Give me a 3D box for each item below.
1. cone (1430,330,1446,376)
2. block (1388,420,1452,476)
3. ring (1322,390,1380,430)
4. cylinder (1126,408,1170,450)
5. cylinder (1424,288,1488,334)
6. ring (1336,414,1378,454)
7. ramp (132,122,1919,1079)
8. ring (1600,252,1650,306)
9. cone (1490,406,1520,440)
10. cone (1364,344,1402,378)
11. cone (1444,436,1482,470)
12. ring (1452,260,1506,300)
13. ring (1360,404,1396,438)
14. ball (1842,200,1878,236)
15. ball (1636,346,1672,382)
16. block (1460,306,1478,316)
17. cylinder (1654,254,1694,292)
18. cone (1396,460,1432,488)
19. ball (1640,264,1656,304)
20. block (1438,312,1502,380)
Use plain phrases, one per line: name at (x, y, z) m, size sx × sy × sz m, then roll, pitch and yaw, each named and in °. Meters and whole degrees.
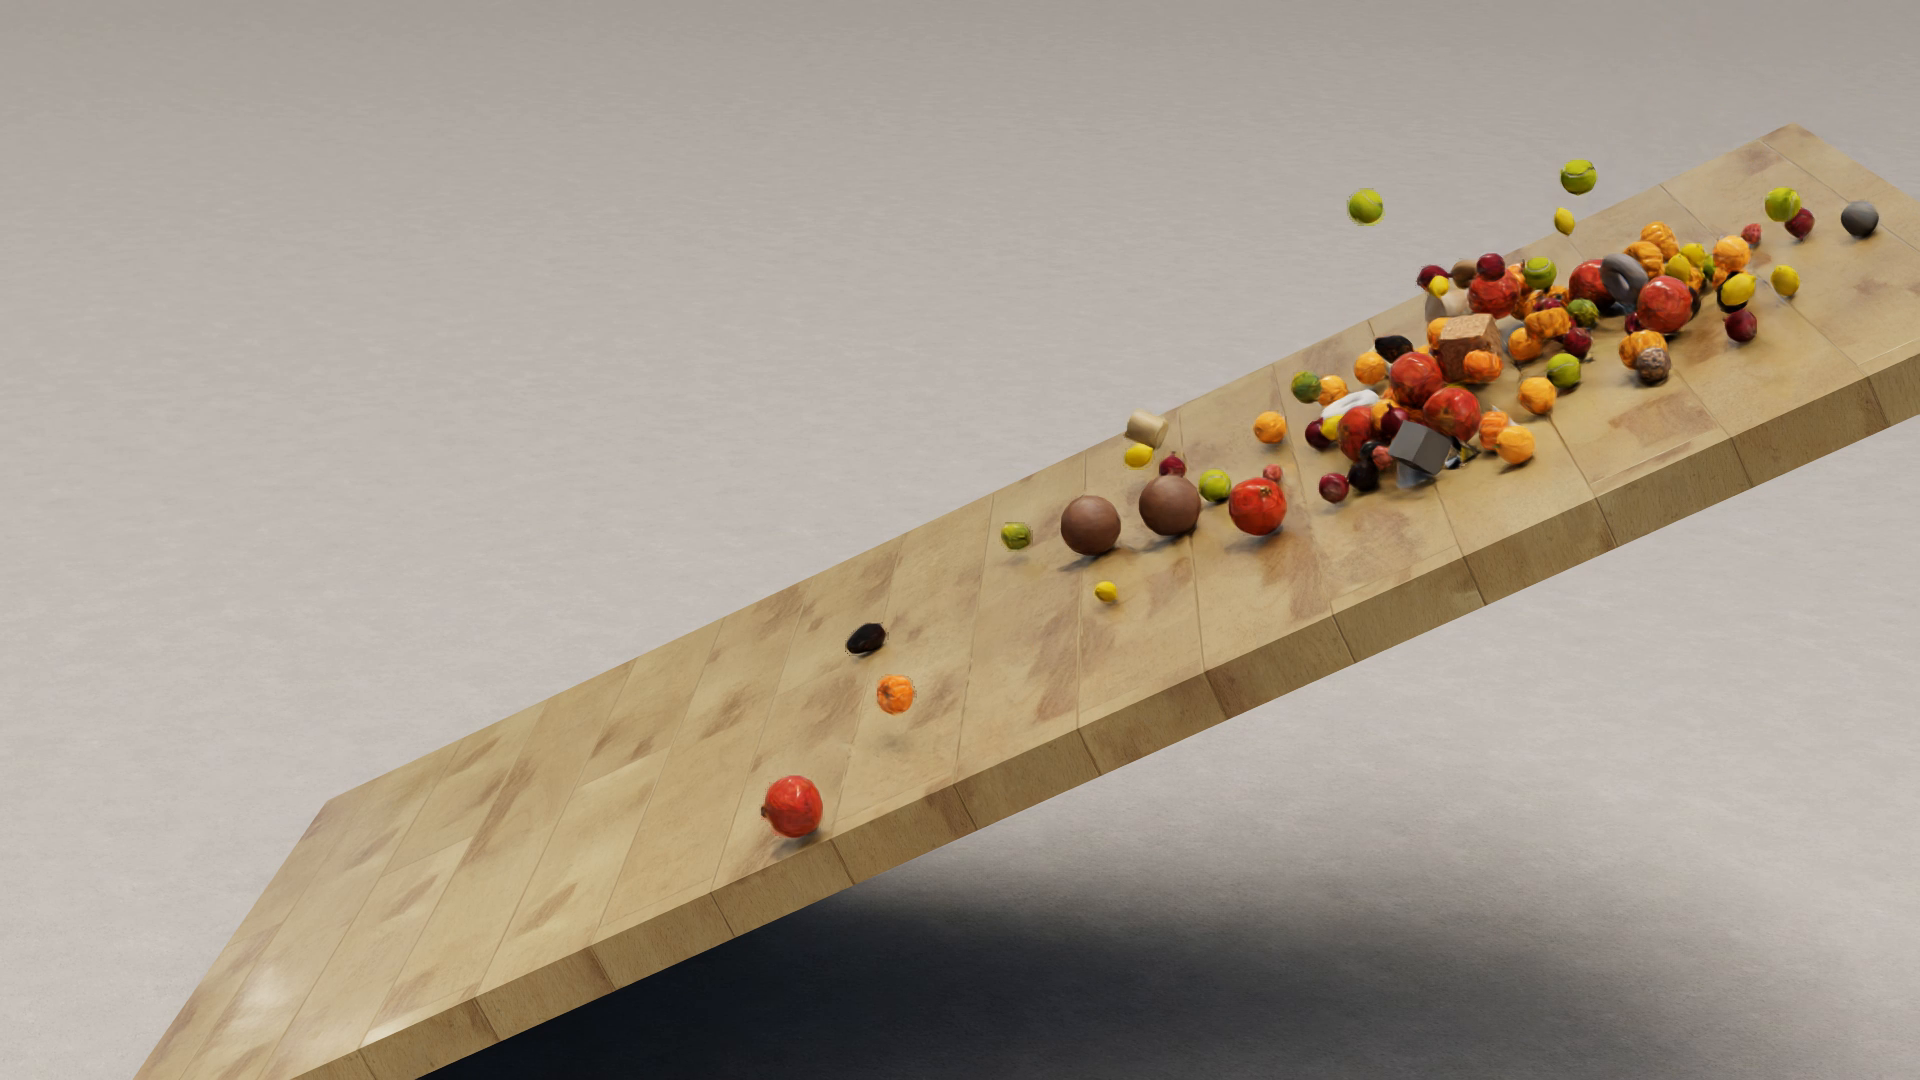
cone at (1.072, -0.403, 6.324) m, size 0.096 × 0.096 × 0.096 m, roll -2°, pitch 16°, yaw -13°
block at (0.881, -0.176, 5.628) m, size 0.073 × 0.073 × 0.073 m, roll 27°, pitch -2°, yaw -35°
ring at (0.837, -0.278, 6.305) m, size 0.134 × 0.045 × 0.134 m, roll -25°, pitch 12°, yaw 6°
cylinder at (0.436, -0.259, 6.847) m, size 0.076 × 0.076 × 0.076 m, roll 23°, pitch 23°, yaw 15°
cylinder at (1.075, -0.493, 6.376) m, size 0.099 × 0.099 × 0.099 m, roll -8°, pitch 18°, yaw -17°
ring at (0.816, -0.218, 6.034) m, size 0.092 × 0.092 × 0.031 m, roll -7°, pitch 37°, yaw -22°
ramp at (0.138, 0.168, 6.281) m, size 4.000 × 0.100 × 2.000 m, roll -25°, pitch 14°, yaw 10°
ring at (1.347, -0.529, 5.959) m, size 0.040 × 0.120 × 0.120 m, roll -37°, pitch 31°, yaw -20°
cone at (1.046, -0.235, 5.705) m, size 0.061 × 0.061 × 0.061 m, roll -25°, pitch 13°, yaw 7°
cone at (0.948, -0.381, 6.491) m, size 0.083 × 0.083 × 0.083 m, roll -11°, pitch 31°, yaw -34°
cone at (0.976, -0.169, 5.661) m, size 0.067 × 0.067 × 0.067 m, roll -3°, pitch 16°, yaw -22°
ring at (1.129, -0.565, 6.395) m, size 0.127 × 0.042 × 0.127 m, roll 24°, pitch -17°, yaw 8°
ring at (0.857, -0.244, 6.070) m, size 0.089 × 0.089 × 0.030 m, roll -5°, pitch 47°, yaw -16°
ball at (1.772, -0.634, 5.792) m, size 0.070 × 0.070 × 0.070 m, roll 0°, pitch 16°, yaw 0°
ball at (1.311, -0.333, 5.559) m, size 0.066 × 0.066 × 0.066 m, roll 0°, pitch 16°, yaw 0°
block at (1.094, -0.446, 6.293) m, size 0.065 × 0.065 × 0.065 m, roll 25°, pitch 30°, yaw -11°
cylinder at (1.469, -0.548, 6.054) m, size 0.057 × 0.057 × 0.057 m, roll -35°, pitch 21°, yaw -2°
cone at (0.870, -0.160, 5.703) m, size 0.089 × 0.089 × 0.089 m, roll -25°, pitch 13°, yaw 7°
ball at (1.396, -0.529, 6.088) m, size 0.085 × 0.085 × 0.085 m, roll 0°, pitch 16°, yaw 0°
block at (1.030, -0.391, 5.931) m, size 0.092 × 0.092 × 0.092 m, roll -5°, pitch 31°, yaw 28°
